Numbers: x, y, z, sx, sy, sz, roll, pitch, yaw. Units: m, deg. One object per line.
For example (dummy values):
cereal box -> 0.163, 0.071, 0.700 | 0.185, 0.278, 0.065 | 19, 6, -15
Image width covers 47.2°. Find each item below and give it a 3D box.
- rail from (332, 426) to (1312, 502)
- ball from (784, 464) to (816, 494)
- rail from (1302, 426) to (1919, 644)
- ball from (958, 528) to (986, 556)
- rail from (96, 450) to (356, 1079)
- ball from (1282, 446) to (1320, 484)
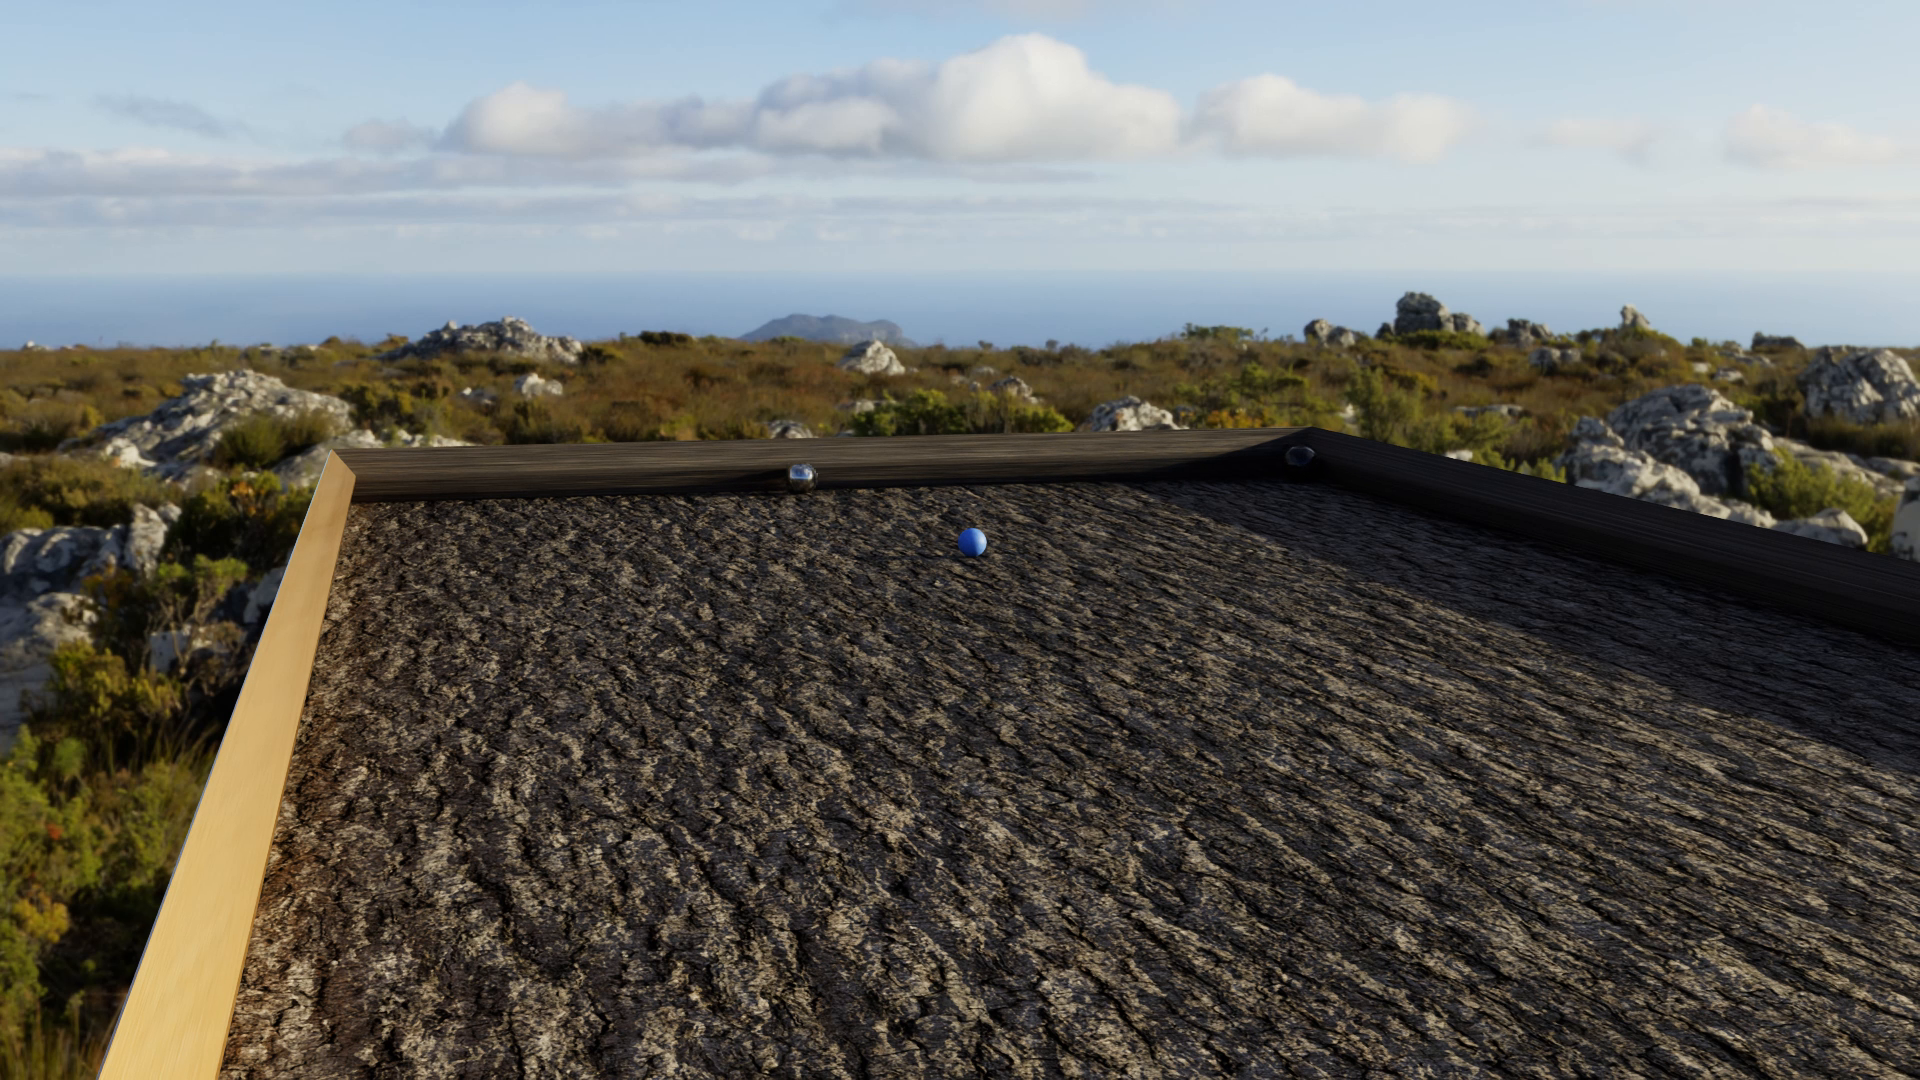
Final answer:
rail -> -0.220, -0.152, 4.388 | 1.993, 0.102, 0.045 | -2, 8, -14
ball -> -0.314, -0.121, 4.321 | 0.060, 0.060, 0.060 | 0, 8, 0
rail -> 1.171, 0.073, 2.819 | 0.045, 0.102, 3.789 | -2, 8, -14
ball -> 0.019, 0.004, 3.500 | 0.046, 0.046, 0.046 | 0, 8, 0
rail -> -0.719, 0.138, 2.360 | 0.045, 0.102, 3.789 | -2, 8, -14
ball -> 0.695, -0.154, 4.488 | 0.078, 0.078, 0.078 | 0, 8, 0
